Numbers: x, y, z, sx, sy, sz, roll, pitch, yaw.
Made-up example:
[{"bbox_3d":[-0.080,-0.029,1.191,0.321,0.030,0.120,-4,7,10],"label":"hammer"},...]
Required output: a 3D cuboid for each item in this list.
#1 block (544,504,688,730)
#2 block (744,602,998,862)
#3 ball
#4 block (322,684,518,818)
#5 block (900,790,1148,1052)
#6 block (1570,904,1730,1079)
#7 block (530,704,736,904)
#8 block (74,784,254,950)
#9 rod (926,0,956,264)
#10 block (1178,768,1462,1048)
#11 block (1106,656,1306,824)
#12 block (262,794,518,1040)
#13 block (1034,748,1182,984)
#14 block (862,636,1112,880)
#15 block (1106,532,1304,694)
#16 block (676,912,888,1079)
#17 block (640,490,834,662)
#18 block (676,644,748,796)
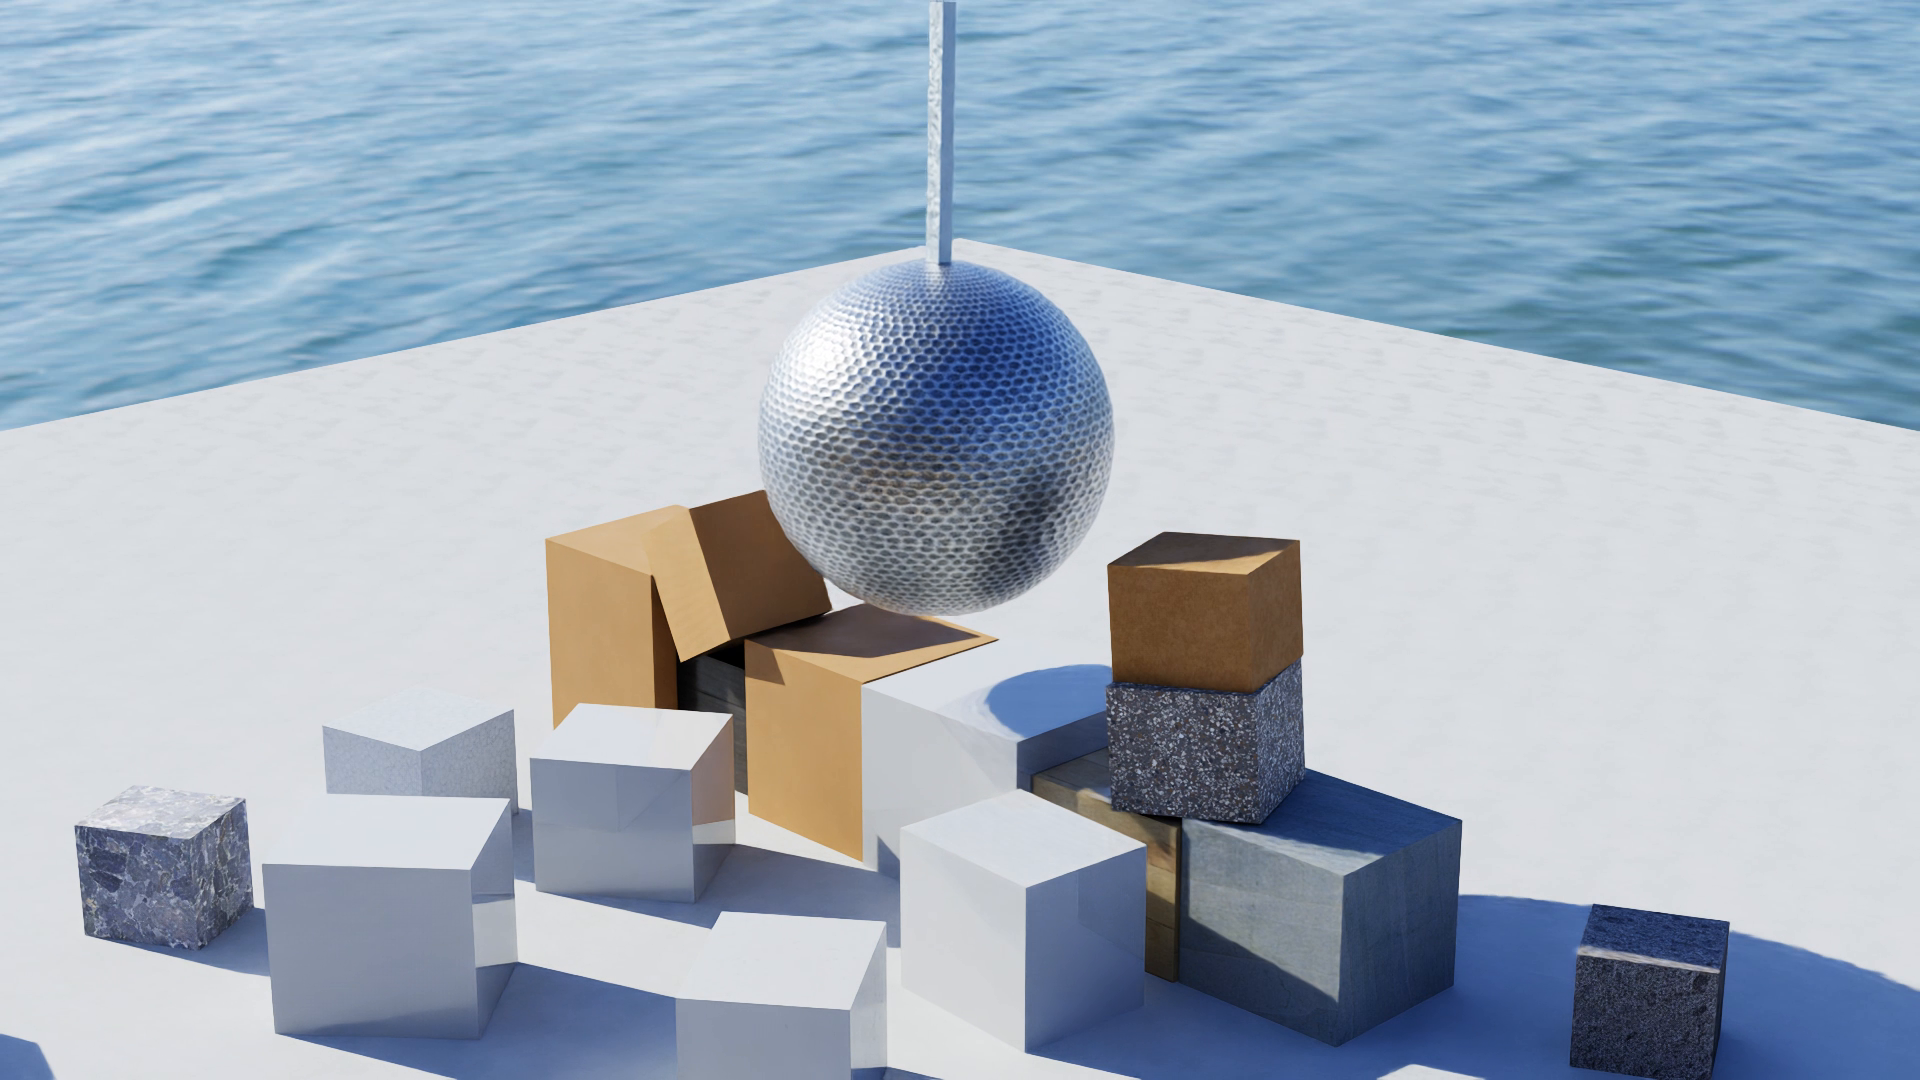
[{"bbox_3d":[-1.503,0.490,15.043,0.863,1.045,0.844,-17,24,-42],"label":"block"},{"bbox_3d":[-0.419,0.892,14.018,0.865,0.892,0.837,-16,24,-41],"label":"block"},{"bbox_3d":[-0.108,-0.455,13.086,1.600,1.600,1.600,0,17,0],"label":"ball"},{"bbox_3d":[-2.561,1.096,13.953,0.614,0.543,0.653,11,20,31],"label":"block"},{"bbox_3d":[0.258,1.563,12.165,0.660,0.723,0.788,-14,22,-38],"label":"block"},{"bbox_3d":[2.765,1.817,11.747,0.545,0.490,0.505,6,18,18],"label":"block"},{"bbox_3d":[-1.488,1.199,13.447,0.746,0.649,0.703,3,18,11],"label":"block"},{"bbox_3d":[-3.495,1.437,12.901,0.561,0.523,0.477,5,18,16],"label":"block"},{"bbox_3d":[-0.047,-3.716,12.125,0.080,5.200,0.080,17,23,42],"label":"rod"},{"bbox_3d":[1.502,1.515,12.268,0.841,0.753,0.799,17,24,42],"label":"block"},{"bbox_3d":[1.043,0.812,12.375,0.653,0.543,0.620,3,15,24],"label":"block"},{"bbox_3d":[-2.344,1.551,12.154,0.846,0.753,0.734,1,17,4],"label":"block"},{"bbox_3d":[0.888,1.364,12.824,0.788,0.708,0.822,-17,24,-42],"label":"block"},{"bbox_3d":[0.250,1.085,13.417,0.986,0.886,0.989,-16,24,-42],"label":"block"},{"bbox_3d":[1.034,0.294,12.289,0.625,0.503,0.582,4,16,28],"label":"block"},{"bbox_3d":[-0.672,1.896,11.265,0.658,0.628,0.771,3,18,8],"label":"block"},{"bbox_3d":[-1.085,0.158,14.218,0.577,0.650,0.579,-16,-5,-32],"label":"block"},{"bbox_3d":[-0.932,0.830,14.610,0.669,0.655,0.672,-17,24,-42],"label":"block"}]
